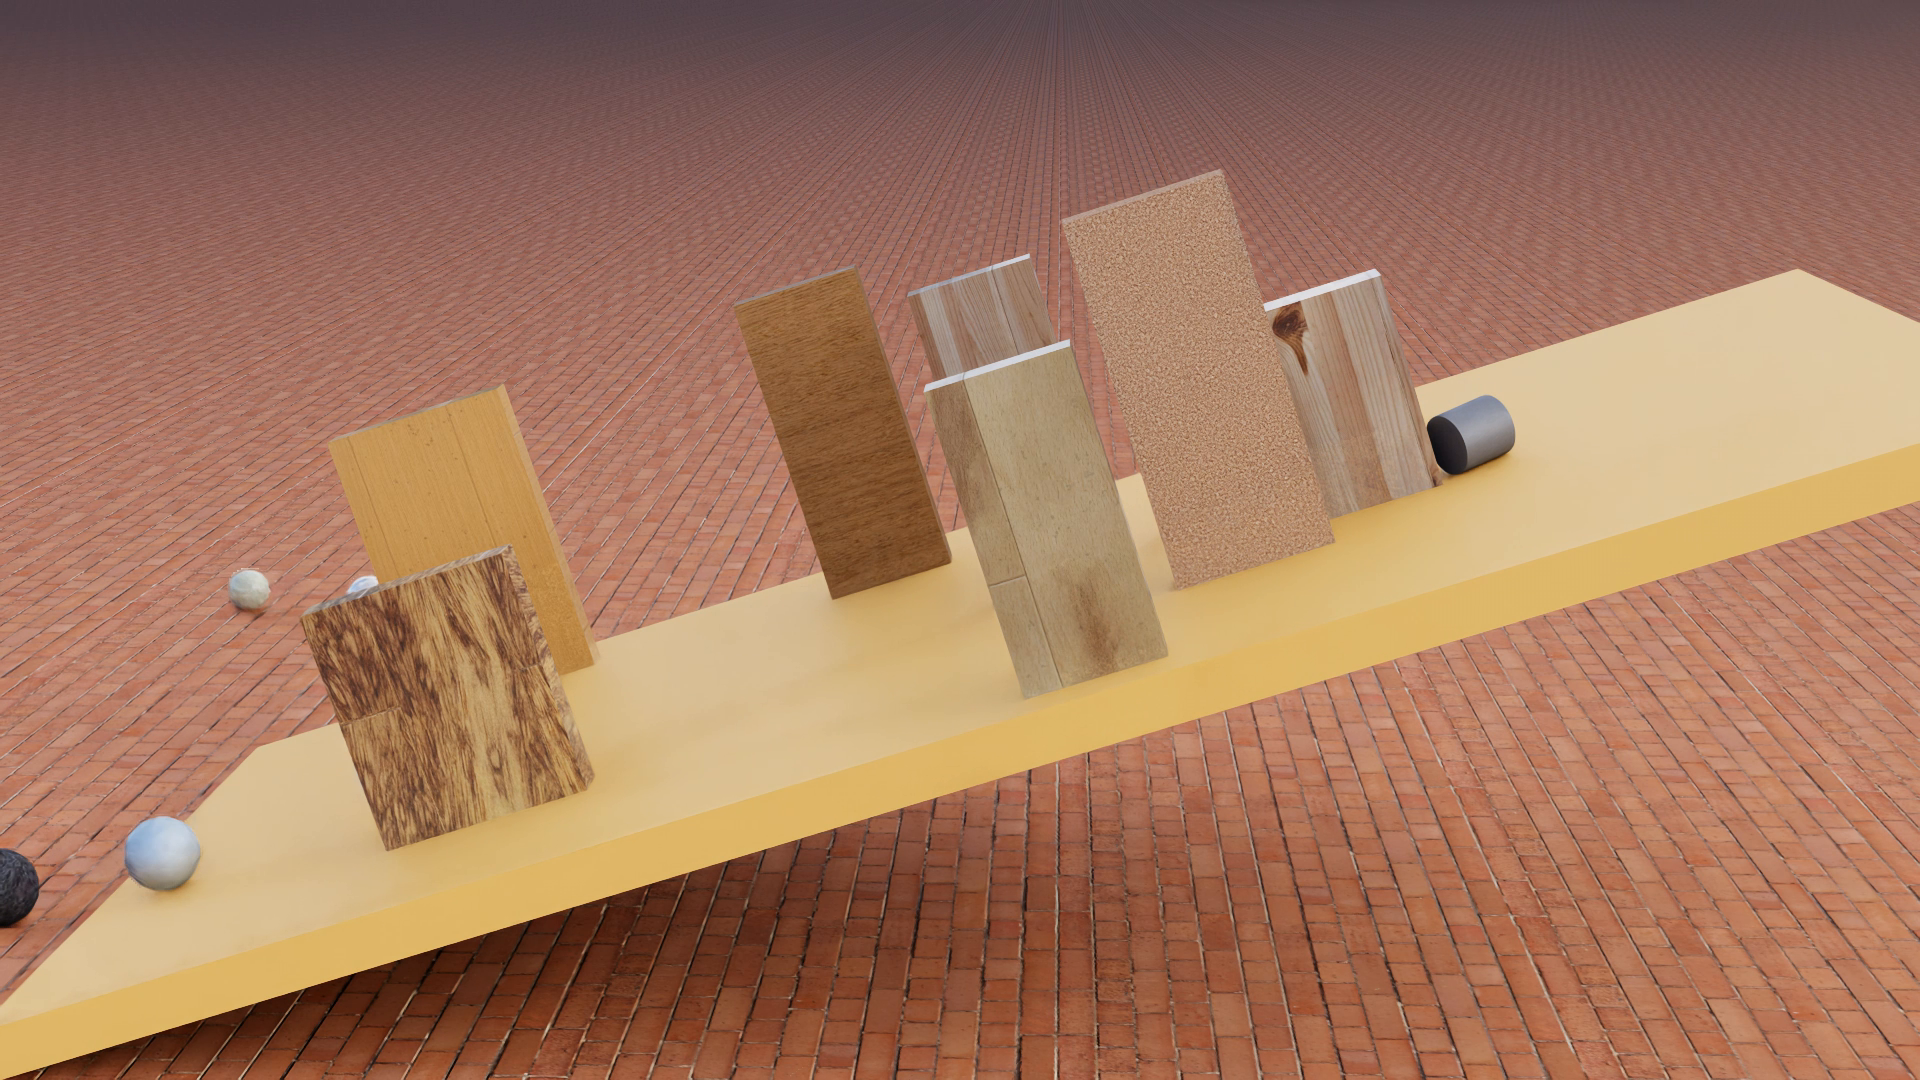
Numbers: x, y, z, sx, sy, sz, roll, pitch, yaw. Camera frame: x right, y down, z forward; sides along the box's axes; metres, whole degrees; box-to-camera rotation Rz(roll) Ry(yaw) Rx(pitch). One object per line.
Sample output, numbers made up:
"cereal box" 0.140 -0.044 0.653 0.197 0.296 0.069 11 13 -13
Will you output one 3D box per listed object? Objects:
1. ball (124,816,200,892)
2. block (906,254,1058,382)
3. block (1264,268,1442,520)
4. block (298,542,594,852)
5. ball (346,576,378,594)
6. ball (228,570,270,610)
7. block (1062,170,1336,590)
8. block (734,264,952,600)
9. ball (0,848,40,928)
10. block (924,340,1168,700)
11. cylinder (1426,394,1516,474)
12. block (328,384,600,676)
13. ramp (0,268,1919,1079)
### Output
"ball" -1.672 0.658 6.164 0.155 0.155 0.155 0 12 0
"block" 0.121 -0.270 6.503 0.280 0.664 0.091 -17 10 5
"block" 0.741 -0.280 6.081 0.388 0.453 0.119 -17 10 5
"block" -1.019 0.314 5.862 0.427 0.504 0.100 -17 10 5
"ball" -1.839 0.190 9.188 0.159 0.159 0.159 0 12 0
"ball" -2.274 0.161 9.410 0.129 0.129 0.129 0 12 0
"block" 0.476 -0.316 5.850 0.328 0.768 0.109 -17 10 5
"block" -0.272 -0.251 6.895 0.294 0.729 0.088 -17 10 5
"ball" -2.091 0.756 6.391 0.172 0.172 0.172 0 12 0
"block" 0.160 -0.036 5.399 0.277 0.601 0.093 -17 10 5
"cylinder" 1.061 -0.219 6.114 0.130 0.130 0.130 -23 21 -25
"block" -1.192 0.027 7.088 0.432 0.706 0.087 -17 10 5
"ramp" 0.101 0.183 6.310 4.000 0.100 2.000 -17 10 5
